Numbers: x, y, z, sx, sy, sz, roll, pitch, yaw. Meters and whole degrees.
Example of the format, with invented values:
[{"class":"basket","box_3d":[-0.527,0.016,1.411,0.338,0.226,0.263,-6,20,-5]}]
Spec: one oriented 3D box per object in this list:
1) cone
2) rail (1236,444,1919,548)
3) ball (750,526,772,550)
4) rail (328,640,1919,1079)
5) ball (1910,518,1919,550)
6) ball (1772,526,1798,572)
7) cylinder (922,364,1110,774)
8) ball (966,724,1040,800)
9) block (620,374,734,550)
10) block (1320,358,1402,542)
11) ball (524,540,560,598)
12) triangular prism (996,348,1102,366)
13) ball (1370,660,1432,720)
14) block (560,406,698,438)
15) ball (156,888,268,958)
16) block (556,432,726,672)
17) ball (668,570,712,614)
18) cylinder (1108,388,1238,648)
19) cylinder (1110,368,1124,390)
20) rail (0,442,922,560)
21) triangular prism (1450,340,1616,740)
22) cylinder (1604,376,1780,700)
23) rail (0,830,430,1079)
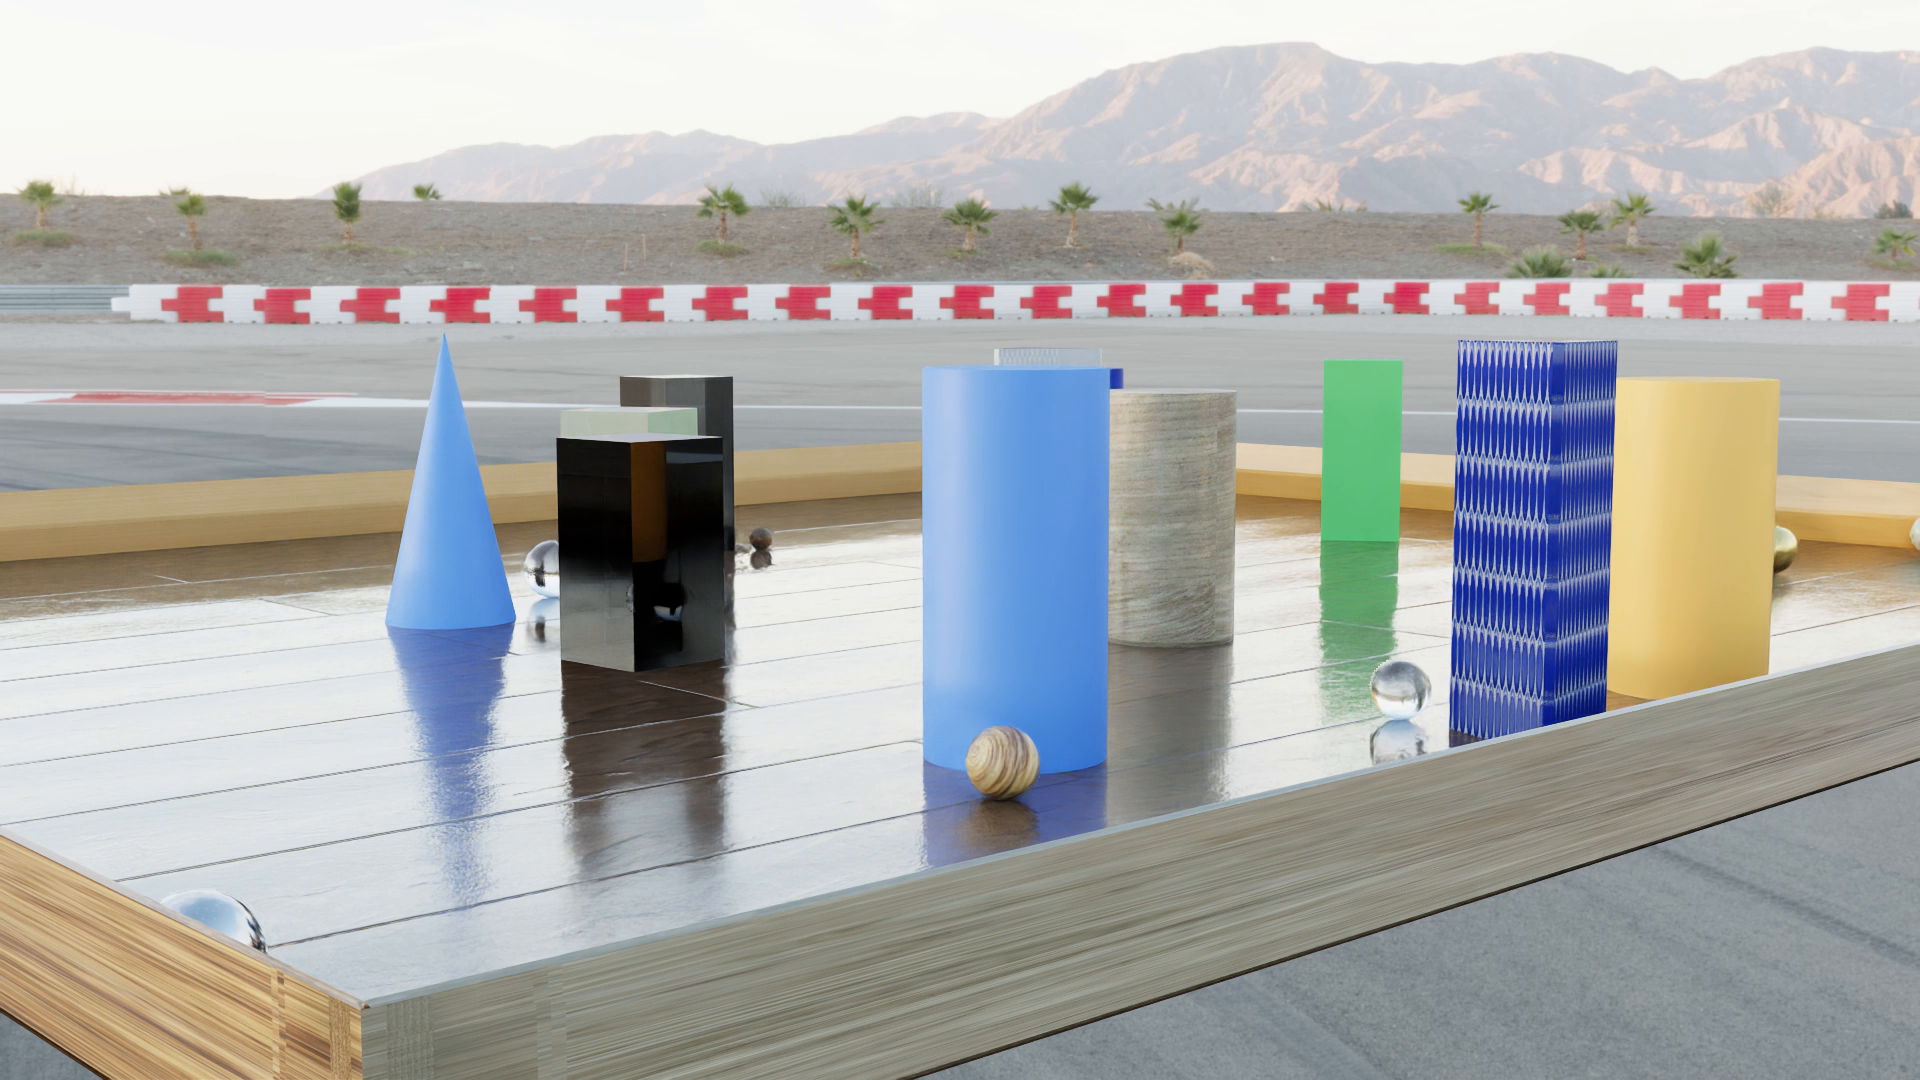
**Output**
[{"class":"cone","box_3d":[-0.724,-0.090,3.107,0.183,0.410,0.183,0,6,0]},{"class":"rail","box_3d":[1.287,-0.095,4.513,0.045,0.119,3.022,-6,8,-42]},{"class":"ball","box_3d":[-0.364,-0.003,4.021,0.042,0.042,0.042,0,6,0]},{"class":"rail","box_3d":[1.009,0.147,2.245,3.549,0.119,0.045,-6,8,-42]},{"class":"ball","box_3d":[1.744,-0.011,3.942,0.075,0.075,0.075,0,6,0]},{"class":"ball","box_3d":[1.359,0.016,3.675,0.079,0.079,0.079,0,6,0]},{"class":"cylinder","box_3d":[0.055,0.023,2.167,0.183,0.384,0.183,0,6,0]},{"class":"ball","box_3d":[0.038,0.201,1.991,0.067,0.067,0.067,0,6,0]},{"class":"block","box_3d":[-0.515,-0.140,4.011,0.147,0.317,0.147,-5,8,-41]},{"class":"block","box_3d":[0.773,-0.176,4.235,0.147,0.341,0.147,1,6,10]},{"class":"ball","box_3d":[-0.624,0.044,3.368,0.087,0.087,0.087,0,6,0]},{"class":"triangular prism","box_3d":[0.111,-0.091,3.242,0.159,0.383,0.137,-2,6,-14]},{"class":"ball","box_3d":[0.475,0.162,2.371,0.065,0.065,0.065,0,6,0]},{"class":"block","box_3d":[-0.489,-0.048,3.268,0.147,0.292,0.147,2,7,22]},{"class":"ball","box_3d":[-0.475,0.259,1.368,0.083,0.083,0.083,0,6,0]},{"class":"block","box_3d":[-0.401,0.011,2.768,0.147,0.281,0.147,6,8,42]},{"class":"ball","box_3d":[-0.391,0.075,3.183,0.065,0.065,0.065,0,6,0]},{"class":"cylinder","box_3d":[0.277,-0.034,2.950,0.183,0.332,0.183,0,6,0]},{"class":"cylinder","box_3d":[0.234,-0.181,4.382,0.183,0.321,0.183,0,6,0]},{"class":"rail","box_3d":[-1.009,-0.085,4.419,3.549,0.119,0.045,-6,8,-42]},{"class":"triangular prism","box_3d":[0.574,0.000,2.266,0.137,0.409,0.159,4,7,36]},{"class":"cylinder","box_3d":[0.846,-0.006,2.547,0.183,0.361,0.183,0,6,0]},{"class":"rail","box_3d":[-1.287,0.157,2.152,0.045,0.119,3.022,-6,8,-42]}]
